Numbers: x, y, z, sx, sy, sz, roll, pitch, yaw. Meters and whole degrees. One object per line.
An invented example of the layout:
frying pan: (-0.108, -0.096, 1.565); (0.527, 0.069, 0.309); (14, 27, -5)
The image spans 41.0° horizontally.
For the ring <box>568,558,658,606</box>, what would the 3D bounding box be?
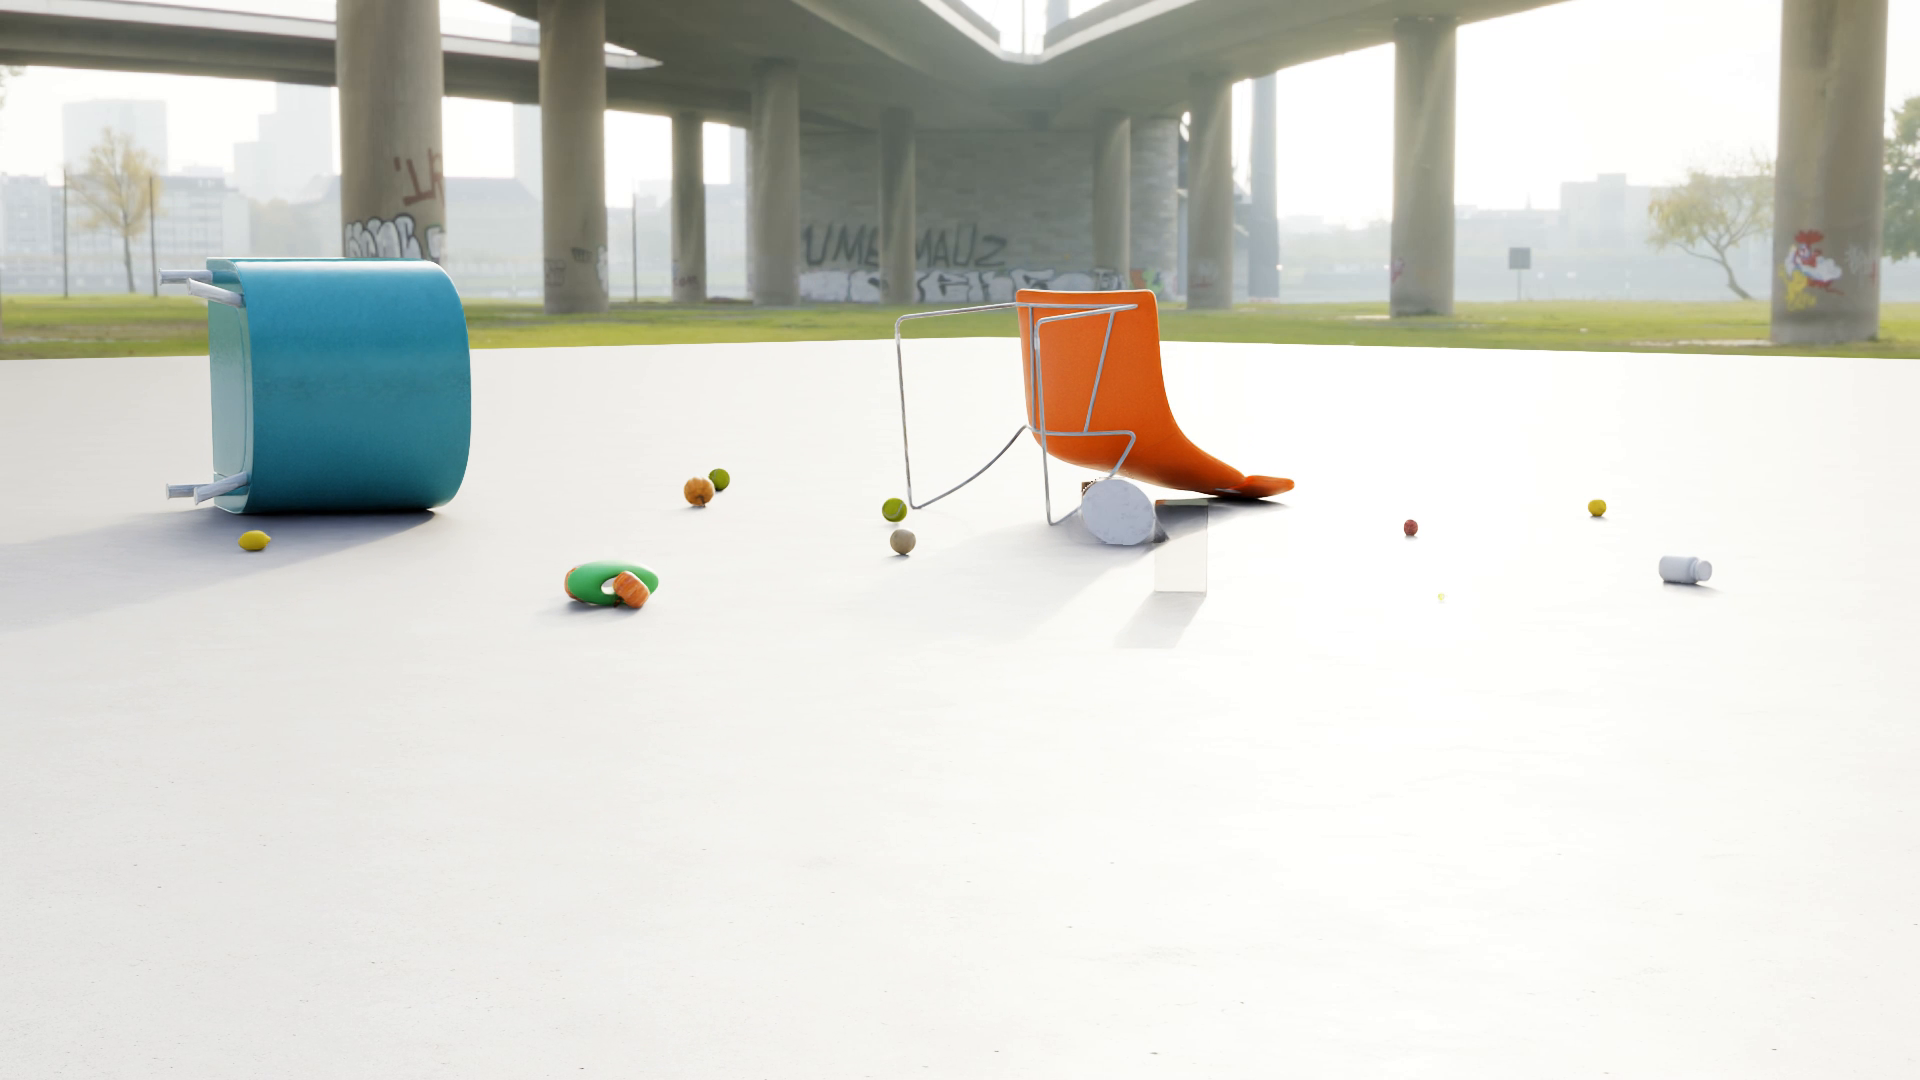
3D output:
ring: (-0.696, 0.085, 5.156); (0.208, 0.091, 0.069); (-3, 19, -41)

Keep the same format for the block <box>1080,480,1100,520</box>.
block: (0.366, -0.108, 6.958); (0.066, 0.102, 0.038); (-4, 7, -35)

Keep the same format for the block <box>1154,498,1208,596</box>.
block: (0.459, 0.015, 5.341); (0.109, 0.189, 0.136); (0, 6, 4)

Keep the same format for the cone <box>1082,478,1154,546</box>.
cone: (0.459, -0.038, 6.391); (0.238, 0.158, 0.234); (31, 5, 42)

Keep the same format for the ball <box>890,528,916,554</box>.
ball: (-0.135, 0.002, 6.079); (0.064, 0.064, 0.064); (0, 6, 0)
